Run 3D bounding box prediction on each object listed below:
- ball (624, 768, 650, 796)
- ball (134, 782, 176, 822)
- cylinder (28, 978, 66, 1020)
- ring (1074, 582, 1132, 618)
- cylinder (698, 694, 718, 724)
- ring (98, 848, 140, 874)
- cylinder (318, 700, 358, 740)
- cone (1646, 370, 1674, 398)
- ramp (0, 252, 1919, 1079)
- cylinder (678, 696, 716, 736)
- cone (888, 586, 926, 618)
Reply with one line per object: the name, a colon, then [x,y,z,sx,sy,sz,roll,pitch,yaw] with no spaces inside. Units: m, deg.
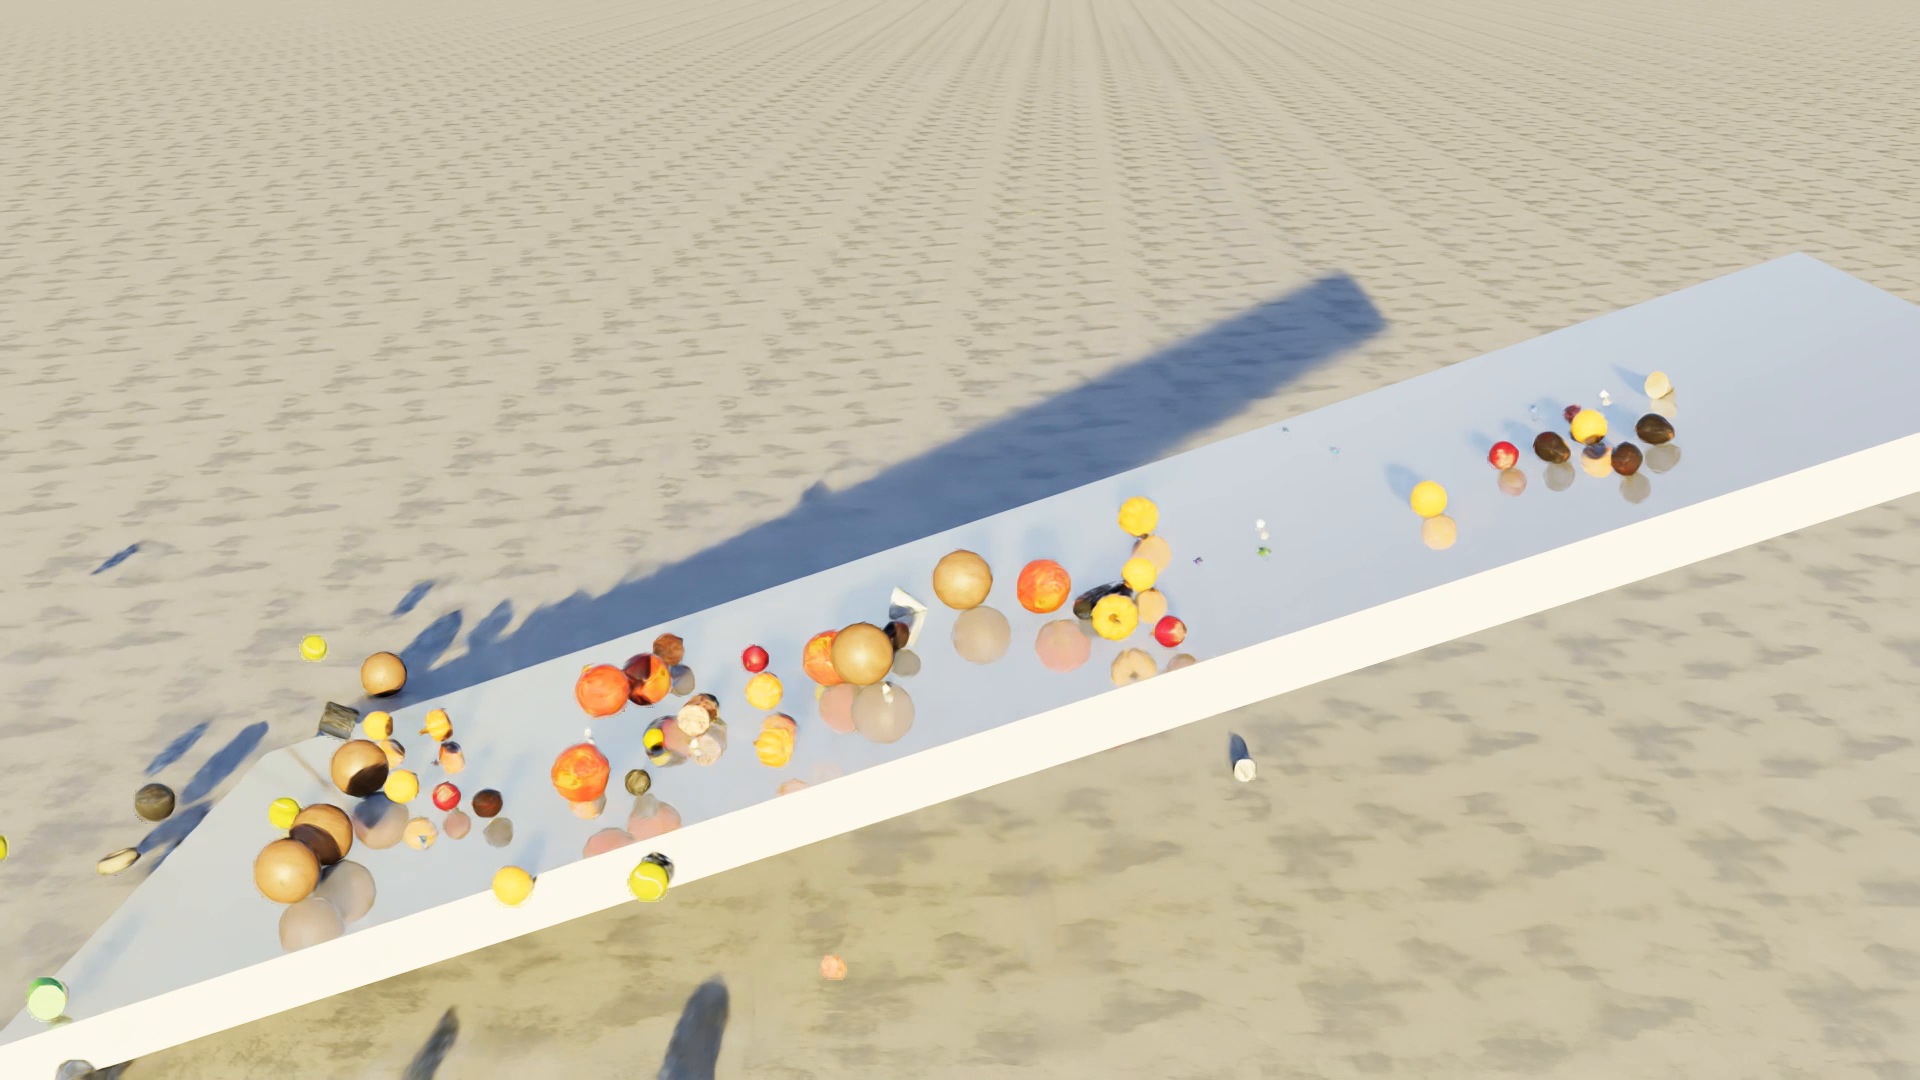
ball: [-0.628,0.471,5.726,0.052,0.052,0.052,0,12,0]
ball: [-1.953,0.635,7.134,0.096,0.096,0.096,0,12,0]
cylinder: [-1.734,0.870,5.583,0.066,0.066,0.066,-4,6,-19]
ring: [0.286,0.121,5.907,0.127,0.042,0.127,-22,9,4]
cylinder: [-0.531,0.352,6.138,0.055,0.055,0.055,-1,10,-4]
ring: [-1.935,0.738,6.763,0.101,0.034,0.101,-20,9,3]
cylinder: [-1.530,0.445,7.237,0.077,0.077,0.077,21,7,-14]
cone: [1.462,-0.317,6.094,0.058,0.058,0.058,13,2,-37]
ramp: [0.107,0.180,6.305,4.000,0.100,2.000,-18,11,6]
cylinder: [-0.543,0.362,6.073,0.066,0.066,0.066,2,15,8]
cone: [-0.109,0.146,6.488,0.078,0.078,0.078,13,15,10]
